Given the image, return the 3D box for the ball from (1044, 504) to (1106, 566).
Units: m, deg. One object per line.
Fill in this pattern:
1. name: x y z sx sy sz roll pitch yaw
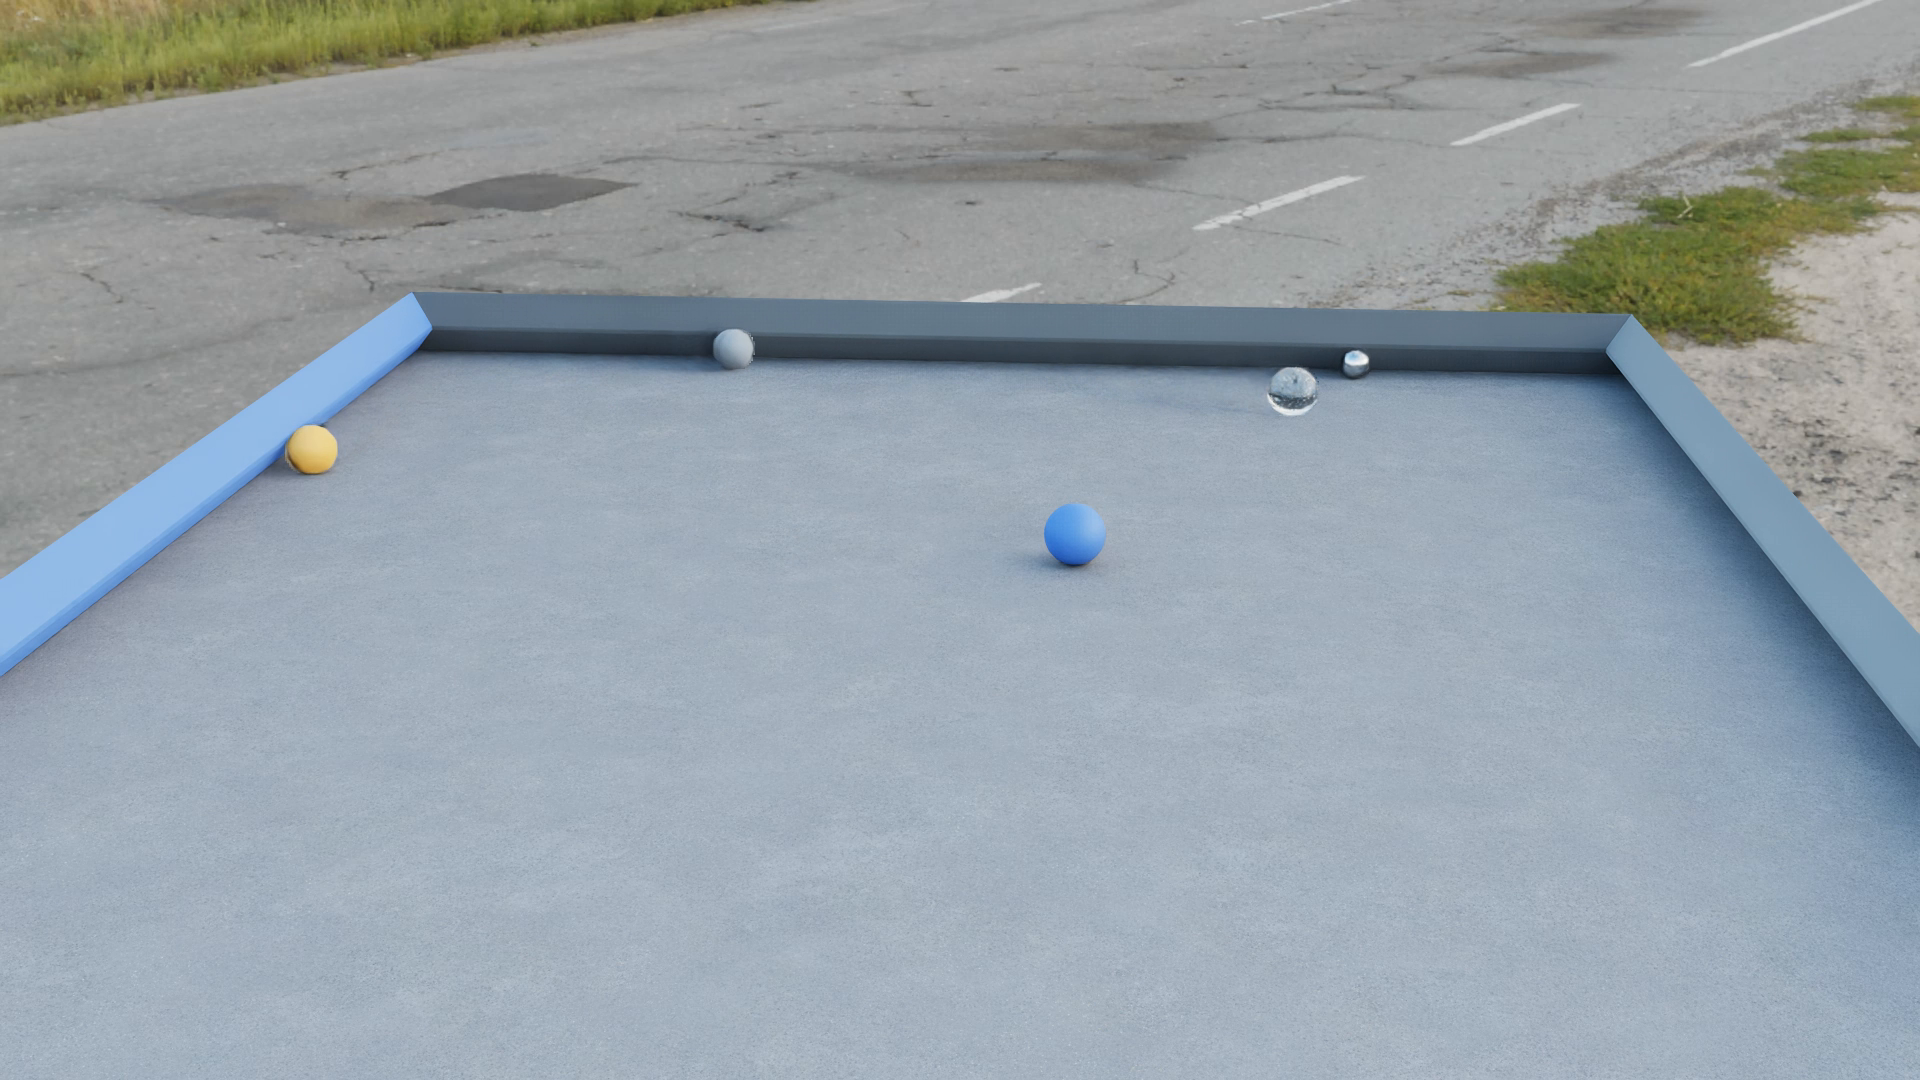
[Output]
1. ball: 0.139 -0.007 2.652 0.075 0.075 0.075 0 19 0

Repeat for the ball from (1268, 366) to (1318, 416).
1. ball: 0.495 -0.221 3.268 0.074 0.074 0.074 0 19 0

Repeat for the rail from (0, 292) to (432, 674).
1. rail: -1.039 0.279 1.790 0.045 0.097 3.926 2 19 4

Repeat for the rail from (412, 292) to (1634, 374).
1. rail: 0.077 -0.329 3.543 1.974 0.097 0.045 2 19 4

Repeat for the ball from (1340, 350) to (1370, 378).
1. ball: 0.626 -0.279 3.479 0.046 0.046 0.046 0 19 0

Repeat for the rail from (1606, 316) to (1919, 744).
1. rail: 0.881 0.330 1.643 0.045 0.097 3.926 2 19 4

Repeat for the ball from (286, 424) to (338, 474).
1. ball: -0.883 -0.123 2.997 0.067 0.067 0.067 0 19 0

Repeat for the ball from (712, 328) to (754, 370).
1. ball: -0.365 -0.307 3.529 0.065 0.065 0.065 0 19 0
